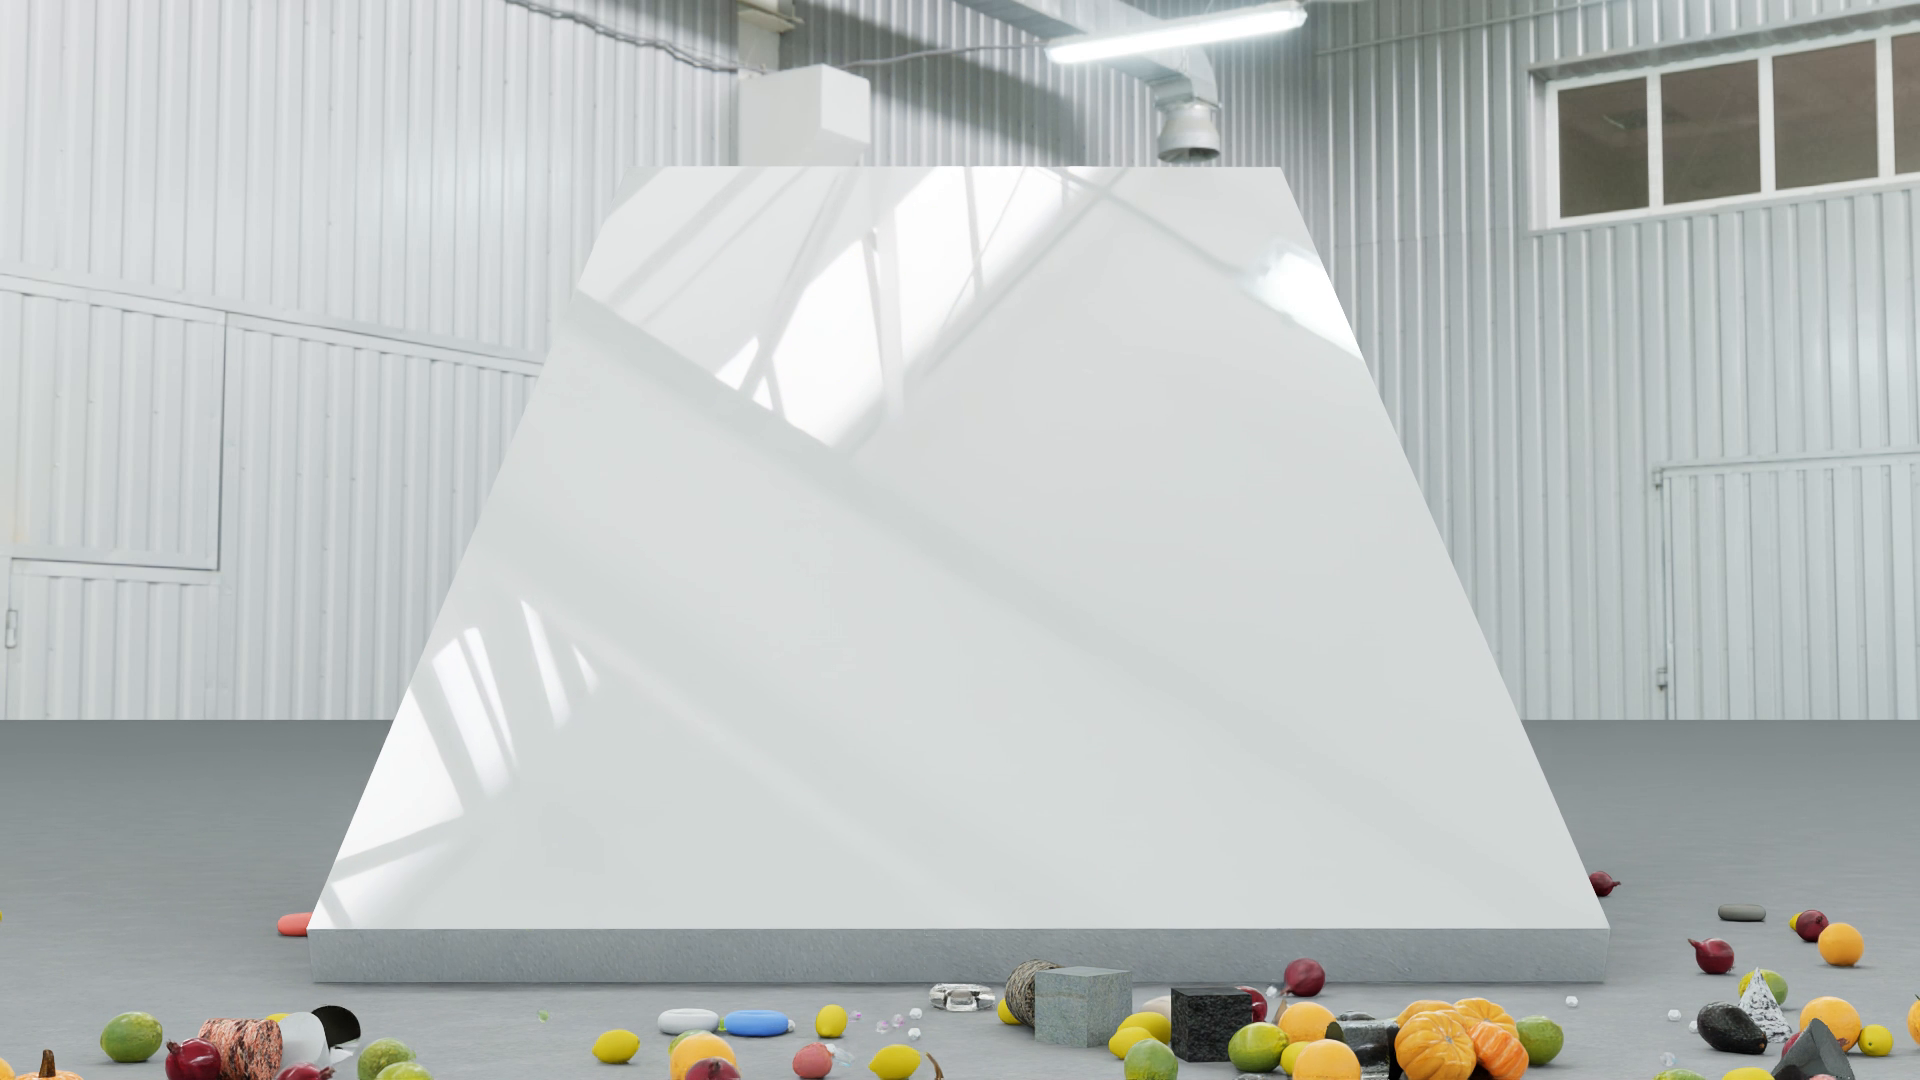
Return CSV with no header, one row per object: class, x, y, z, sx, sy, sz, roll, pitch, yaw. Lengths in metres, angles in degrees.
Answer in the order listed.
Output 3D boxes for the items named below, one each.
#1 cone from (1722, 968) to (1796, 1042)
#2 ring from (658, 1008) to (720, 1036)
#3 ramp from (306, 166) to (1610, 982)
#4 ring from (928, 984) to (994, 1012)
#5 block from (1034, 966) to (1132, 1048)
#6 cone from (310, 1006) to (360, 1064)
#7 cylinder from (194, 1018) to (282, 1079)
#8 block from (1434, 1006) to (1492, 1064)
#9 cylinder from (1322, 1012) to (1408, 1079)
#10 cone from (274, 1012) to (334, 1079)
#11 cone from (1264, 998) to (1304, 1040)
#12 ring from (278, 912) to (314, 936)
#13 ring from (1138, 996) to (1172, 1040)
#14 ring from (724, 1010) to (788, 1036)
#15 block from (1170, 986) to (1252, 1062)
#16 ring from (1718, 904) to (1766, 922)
cone,1.027,0.595,3.027,0.091,0.091,0.091,0,-4,0
ring,-0.355,0.630,3.076,0.081,0.027,0.081,1,-3,0
ramp,-0.010,-0.229,5.431,2.000,0.100,4.000,0,26,0
ring,0.002,0.647,3.327,0.095,0.032,0.095,1,-5,0
block,0.158,0.594,2.998,0.088,0.088,0.088,-4,-6,44
cone,-0.762,0.611,2.849,0.072,0.072,0.072,1,-31,-13
cylinder,-0.814,0.577,2.656,0.071,0.071,0.071,-1,-4,9
block,0.606,0.596,2.837,0.059,0.059,0.059,-2,-4,20
cylinder,0.458,0.579,2.665,0.069,0.069,0.069,-18,3,-23
cone,-0.747,0.599,2.718,0.082,0.082,0.082,-2,-31,23
cone,0.418,0.615,3.035,0.052,0.052,0.052,0,-4,0
ring,-1.230,0.725,4.441,0.114,0.038,0.114,-1,-4,0
ring,0.304,0.617,3.037,0.148,0.049,0.148,-1,-5,0
ring,-0.265,0.629,3.063,0.084,0.028,0.084,1,-5,0
block,0.305,0.588,2.857,0.079,0.079,0.079,1,-4,-10
ring,1.577,0.752,4.747,0.093,0.031,0.093,0,-5,0
